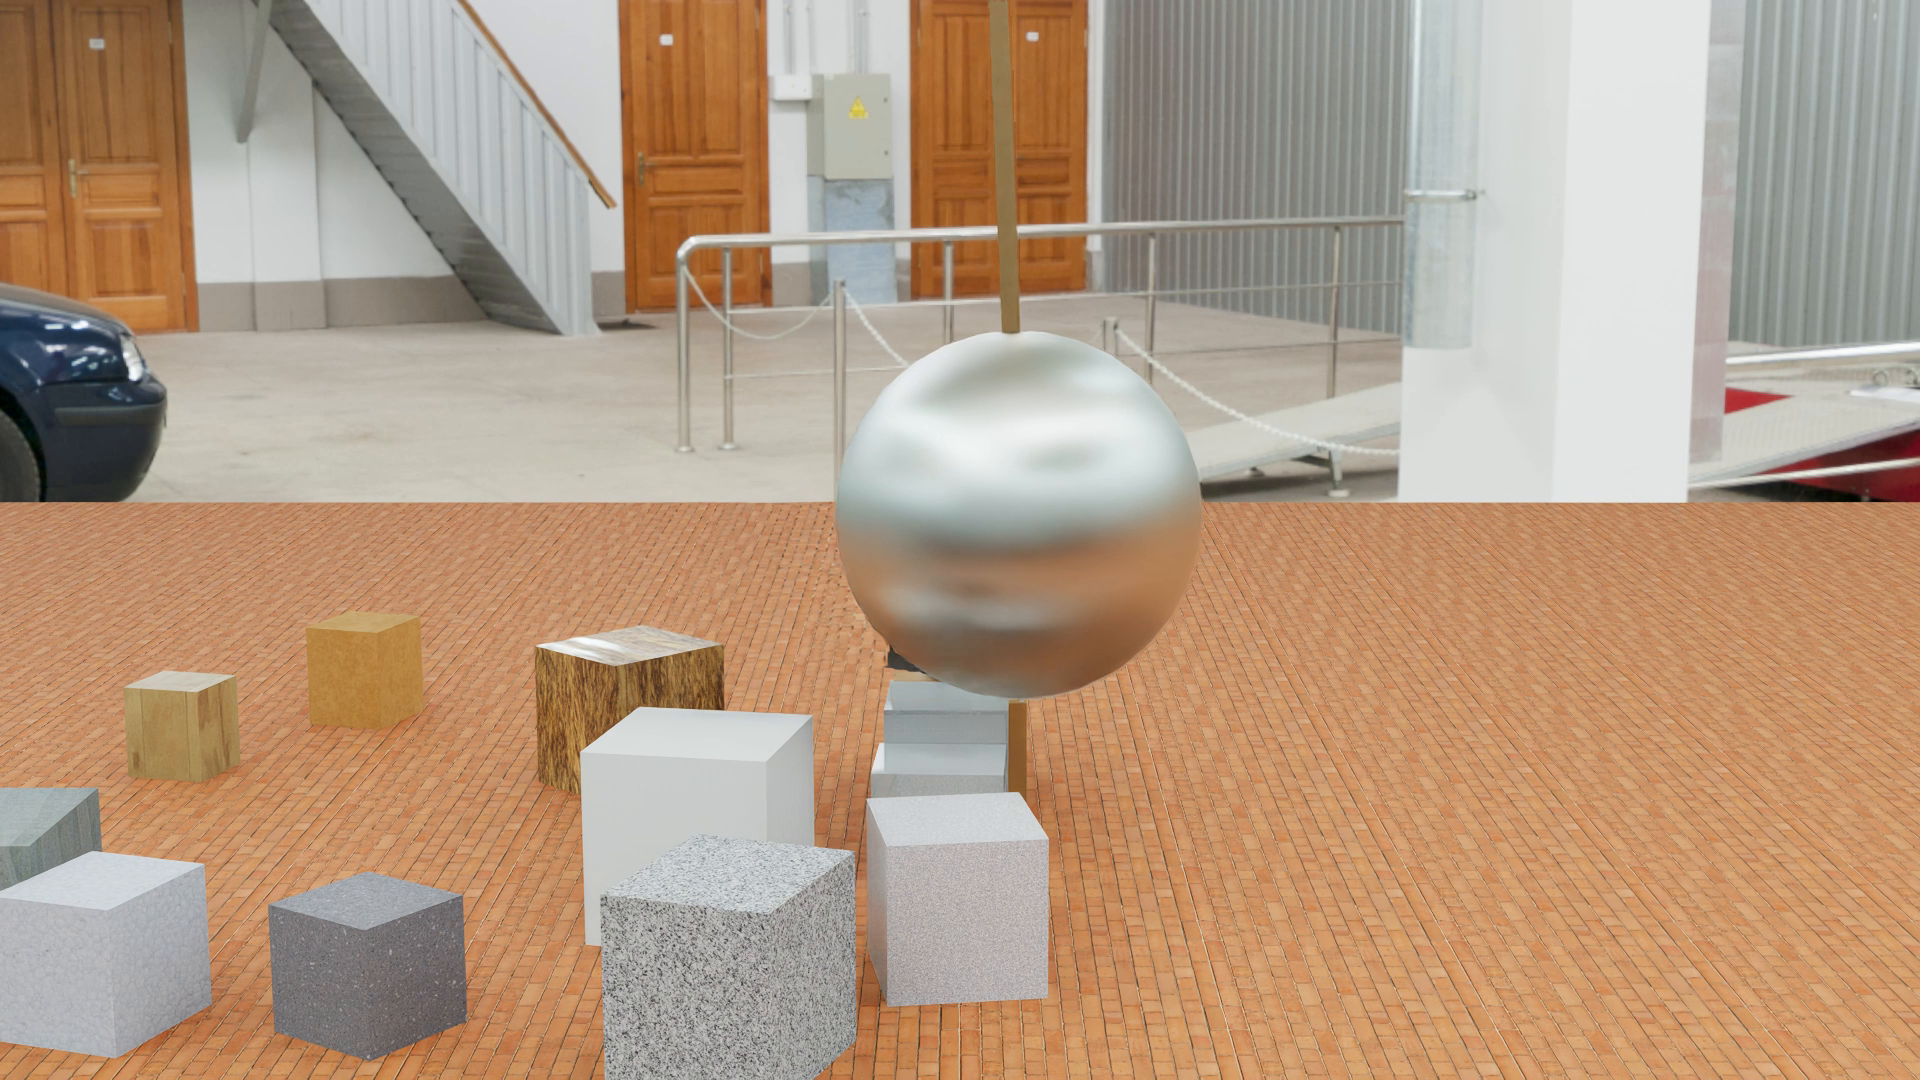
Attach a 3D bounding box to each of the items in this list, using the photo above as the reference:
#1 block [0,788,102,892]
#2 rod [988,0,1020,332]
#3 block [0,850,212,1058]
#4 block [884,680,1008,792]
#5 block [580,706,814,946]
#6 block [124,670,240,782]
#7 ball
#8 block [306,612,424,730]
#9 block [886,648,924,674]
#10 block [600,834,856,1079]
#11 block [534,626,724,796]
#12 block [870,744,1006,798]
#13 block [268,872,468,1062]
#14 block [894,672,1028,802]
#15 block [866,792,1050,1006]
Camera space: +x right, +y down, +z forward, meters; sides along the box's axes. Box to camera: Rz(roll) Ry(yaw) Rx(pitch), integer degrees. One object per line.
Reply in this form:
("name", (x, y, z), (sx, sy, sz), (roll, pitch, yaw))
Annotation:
("block", (-3.845, 1.397, 10.044), (0.721, 0.657, 0.801), (0, 10, 0))
("rod", (0.110, -3.452, 10.553), (0.080, 5.200, 0.080), (-2, 10, 0))
("block", (-3.192, 1.534, 9.567), (0.507, 0.558, 0.580), (4, 11, 19))
("block", (-0.057, 1.039, 12.084), (0.571, 0.632, 0.575), (0, 10, 1))
("block", (-1.077, 1.199, 10.699), (0.772, 0.812, 0.767), (2, 10, 11))
("block", (-3.957, 0.946, 13.062), (0.413, 0.466, 0.379), (3, 11, 14))
("ball", (0.253, -0.110, 11.160), (1.600, 1.600, 1.600), (0, 10, 0))
("block", (-3.276, 0.714, 14.139), (0.438, 0.538, 0.463), (3, 11, 17))
("block", (0.002, 0.395, 12.607), (0.472, 0.560, 0.473), (6, -3, 32))
("block", (-0.809, 1.530, 9.130), (0.634, 0.724, 0.762), (4, 11, 20))
("block", (-1.648, 0.867, 12.841), (0.642, 0.700, 0.684), (10, 14, 44))
("block", (-0.089, 1.215, 11.551), (0.582, 0.476, 0.528), (0, 10, 2))
("block", (-2.197, 1.573, 9.533), (0.511, 0.494, 0.485), (7, 12, 34))
("block", (-0.002, 0.983, 12.695), (0.662, 0.524, 0.650), (0, 10, 1))
("block", (-0.019, 1.400, 10.087), (0.622, 0.635, 0.657), (-2, 10, -9))
